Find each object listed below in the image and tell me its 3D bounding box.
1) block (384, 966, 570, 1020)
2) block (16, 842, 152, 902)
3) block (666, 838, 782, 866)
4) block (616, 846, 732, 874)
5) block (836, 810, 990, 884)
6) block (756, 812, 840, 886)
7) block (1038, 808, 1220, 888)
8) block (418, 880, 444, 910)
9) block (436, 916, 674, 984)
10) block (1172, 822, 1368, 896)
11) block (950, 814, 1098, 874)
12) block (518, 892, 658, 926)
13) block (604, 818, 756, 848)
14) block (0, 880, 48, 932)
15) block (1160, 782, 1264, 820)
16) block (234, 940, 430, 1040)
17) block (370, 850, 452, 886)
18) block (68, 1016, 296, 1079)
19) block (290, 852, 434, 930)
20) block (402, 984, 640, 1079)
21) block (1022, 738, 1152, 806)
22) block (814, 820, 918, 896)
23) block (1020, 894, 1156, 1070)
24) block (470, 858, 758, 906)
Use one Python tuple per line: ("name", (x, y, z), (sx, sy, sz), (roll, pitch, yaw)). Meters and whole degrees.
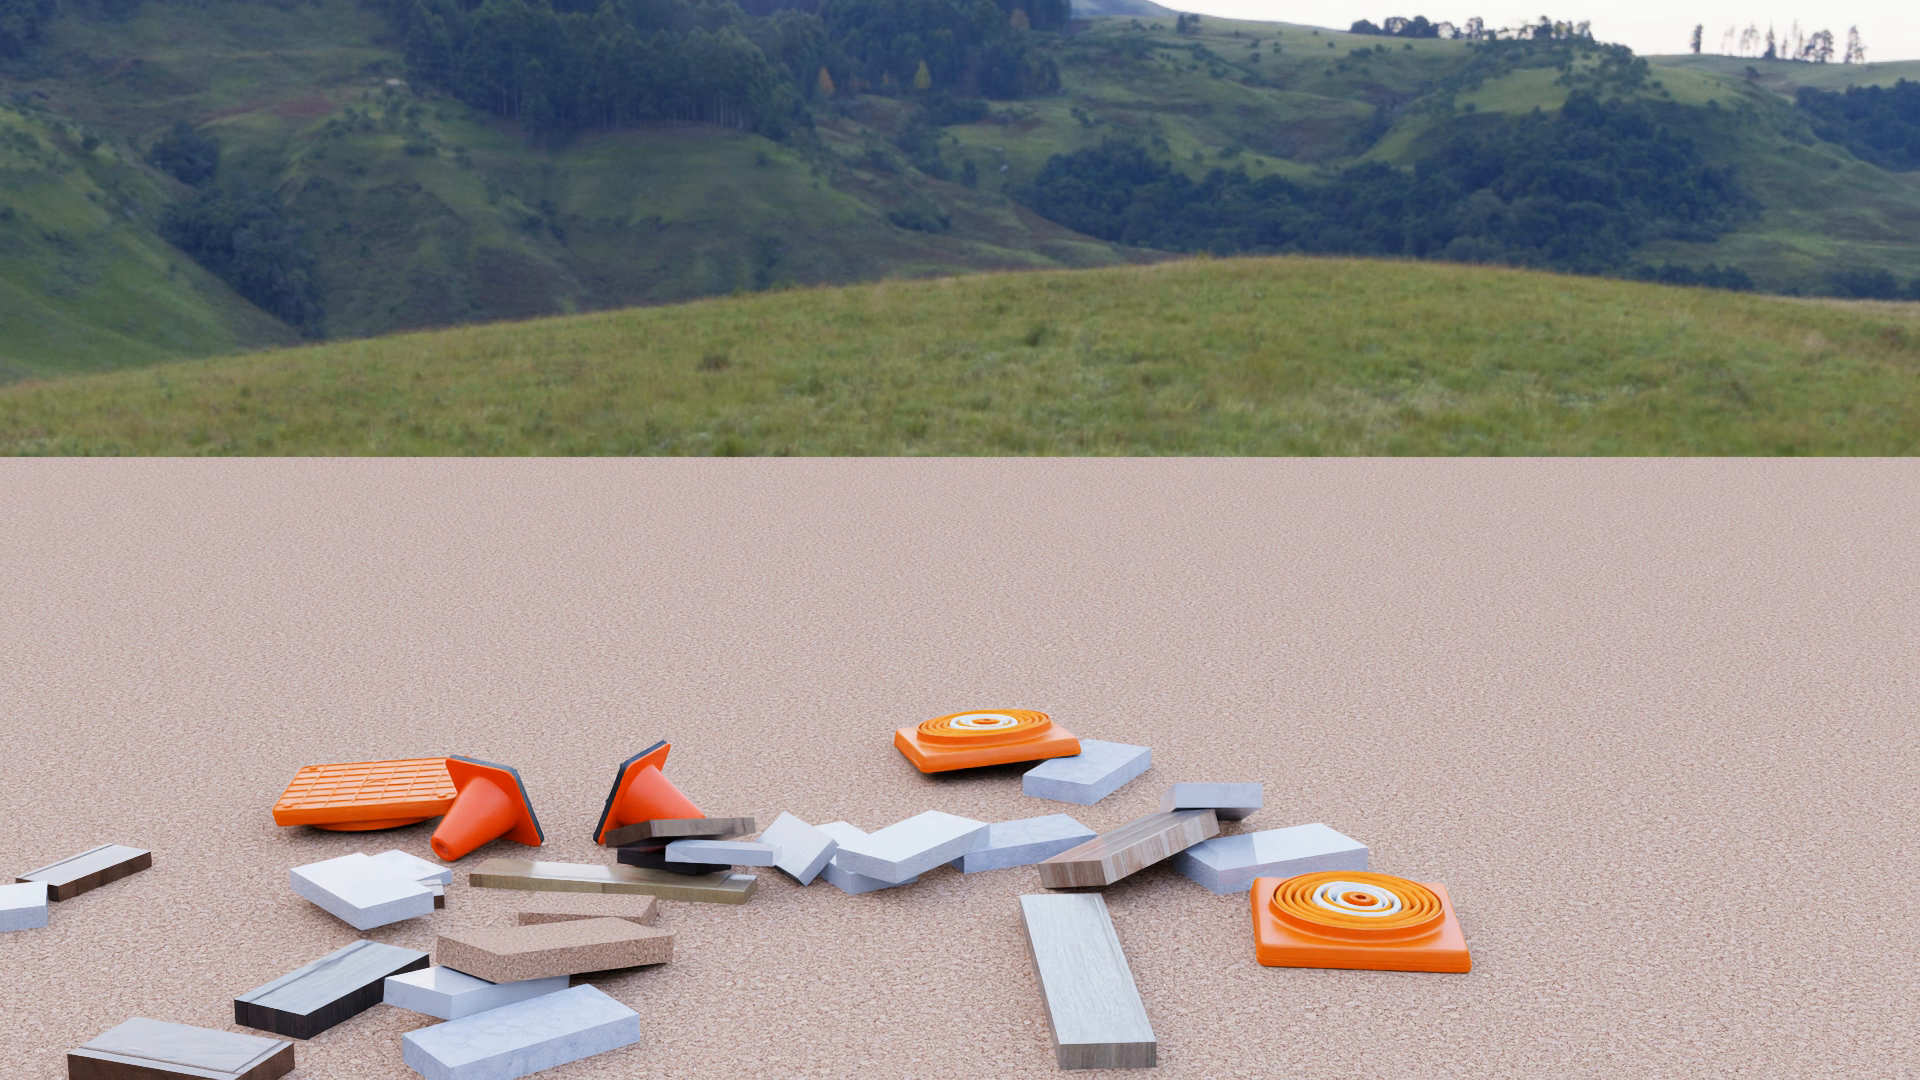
("block", (-0.695, 0.642, 3.179), (0.126, 0.036, 0.252), (6, 3, 29))
("block", (-1.486, 0.563, 3.734), (0.100, 0.028, 0.200), (5, 12, 26))
("block", (-0.394, 0.523, 3.679), (0.180, 0.026, 0.090), (2, 0, 5))
("block", (-0.489, 0.545, 3.762), (0.180, 0.026, 0.090), (2, 0, 35))
("block", (-0.078, 0.520, 3.744), (0.129, 0.037, 0.258), (8, 13, 37))
("block", (-0.284, 0.530, 3.782), (0.090, 0.025, 0.180), (-47, 29, -17))
("block", (0.289, 0.524, 3.744), (0.299, 0.042, 0.149), (-16, 2, -43))
("block", (-0.933, 0.589, 3.613), (0.162, 0.023, 0.081), (-3, 11, -17))
("block", (-0.598, 0.608, 3.274), (0.144, 0.041, 0.333), (6, 1, 40))
("block", (0.534, 0.547, 3.785), (0.299, 0.042, 0.149), (-5, 12, -24))
("block", (0.098, 0.533, 3.874), (0.258, 0.037, 0.129), (-5, 12, -24))
("block", (-0.598, 0.599, 3.541), (0.200, 0.028, 0.100), (1, 11, 6))
("block", (-0.477, 0.503, 3.779), (0.100, 0.028, 0.289), (-18, -14, 28))
("block", (-1.669, 0.603, 3.503), (0.398, 0.036, 0.126), (-4, 11, -21))
("block", (0.444, 0.467, 3.917), (0.149, 0.042, 0.299), (0, -11, 0))
("block", (-0.915, 0.655, 3.217), (0.132, 0.037, 0.264), (5, 12, 26))
("block", (-0.947, 0.564, 3.744), (0.162, 0.023, 0.081), (9, 14, 41))
("block", (-1.049, 0.702, 2.963), (0.264, 0.037, 0.132), (4, 11, 19))
("block", (-0.972, 0.568, 3.566), (0.126, 0.036, 0.252), (-9, 14, -41))
("block", (-0.604, 0.687, 3.036), (0.287, 0.041, 0.144), (-8, 13, -38))
("block", (0.251, 0.452, 4.302), (0.144, 0.041, 0.287), (6, 12, 27))
("block", (-0.195, 0.547, 3.799), (0.129, 0.037, 0.258), (-7, 12, -31))
("block", (0.181, 0.645, 3.270), (0.132, 0.037, 0.591), (-1, 11, -4))
("block", (-0.583, 0.573, 3.696), (0.479, 0.023, 0.081), (2, 11, 11))
